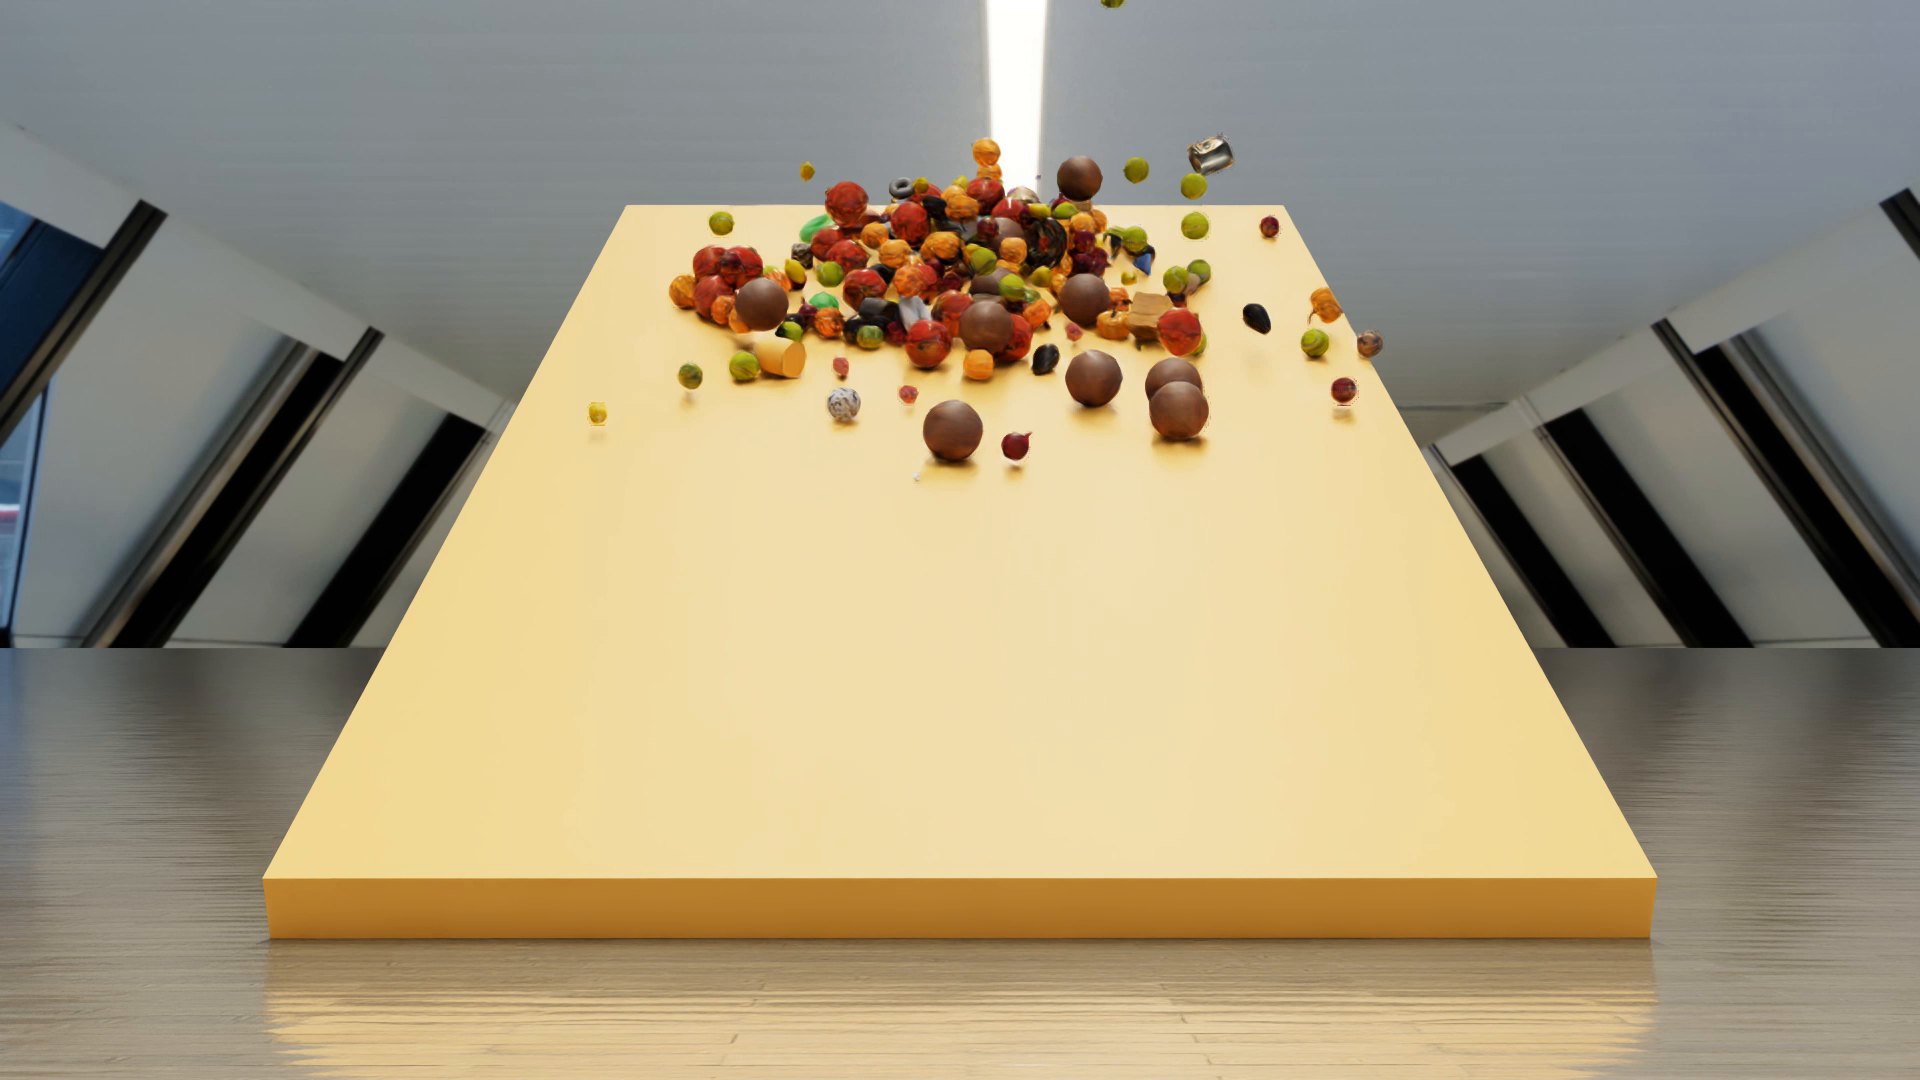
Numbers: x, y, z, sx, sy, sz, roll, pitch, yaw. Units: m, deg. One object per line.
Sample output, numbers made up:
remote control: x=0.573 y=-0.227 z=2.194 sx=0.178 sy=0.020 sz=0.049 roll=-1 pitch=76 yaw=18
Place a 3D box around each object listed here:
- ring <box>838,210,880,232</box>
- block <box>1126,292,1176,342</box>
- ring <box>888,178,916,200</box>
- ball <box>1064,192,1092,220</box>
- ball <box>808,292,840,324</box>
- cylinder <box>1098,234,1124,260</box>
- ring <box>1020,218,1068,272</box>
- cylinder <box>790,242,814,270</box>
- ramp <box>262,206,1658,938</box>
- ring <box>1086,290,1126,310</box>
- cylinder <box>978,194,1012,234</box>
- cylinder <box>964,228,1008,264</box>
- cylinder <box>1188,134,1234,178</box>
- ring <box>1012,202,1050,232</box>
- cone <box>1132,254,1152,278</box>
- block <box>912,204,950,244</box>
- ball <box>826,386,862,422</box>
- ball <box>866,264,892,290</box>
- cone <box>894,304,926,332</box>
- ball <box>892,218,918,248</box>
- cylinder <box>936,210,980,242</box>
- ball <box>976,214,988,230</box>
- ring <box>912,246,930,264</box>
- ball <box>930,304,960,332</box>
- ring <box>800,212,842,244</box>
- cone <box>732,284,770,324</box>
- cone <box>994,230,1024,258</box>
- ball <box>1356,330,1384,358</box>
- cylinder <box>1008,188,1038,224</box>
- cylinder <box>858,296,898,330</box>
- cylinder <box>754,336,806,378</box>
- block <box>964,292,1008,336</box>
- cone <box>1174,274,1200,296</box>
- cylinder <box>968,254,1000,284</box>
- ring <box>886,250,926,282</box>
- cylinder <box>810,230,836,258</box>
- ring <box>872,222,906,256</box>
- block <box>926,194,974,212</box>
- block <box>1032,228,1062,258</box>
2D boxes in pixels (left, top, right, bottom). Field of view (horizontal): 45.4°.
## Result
ring: x=-0.277 y=-0.874 z=6.288 sx=0.118 sy=0.039 sz=0.118 roll=-6 pitch=-11 yaw=-1
block: x=0.474 y=-0.553 z=5.690 sx=0.087 sy=0.087 sz=0.087 roll=9 pitch=-16 yaw=21
ring: x=-0.159 y=-0.972 z=6.353 sx=0.078 sy=0.078 sz=0.026 roll=0 pitch=-42 yaw=11
ball: x=0.352 y=-0.994 z=6.826 sx=0.084 sy=0.084 sz=0.084 roll=0 pitch=-3 yaw=0
ball: x=-0.346 y=-0.586 z=5.821 sx=0.082 sy=0.082 sz=0.082 roll=0 pitch=-3 yaw=0
cylinder: x=0.421 y=-0.815 z=6.393 sx=0.057 sy=0.057 sz=0.057 roll=26 pitch=-4 yaw=2
ring: x=0.225 y=-0.792 z=6.160 sx=0.147 sy=0.147 sz=0.049 roll=-2 pitch=-7 yaw=41
cylinder: x=-0.434 y=-0.779 z=6.316 sx=0.059 sy=0.059 sz=0.059 roll=-5 pitch=28 yaw=3
ramp: x=-0.007 y=-0.221 z=5.166 sx=2.000 sy=0.100 sz=4.000 roll=0 pitch=22 yaw=0
ring: x=0.380 y=-0.624 z=5.980 sx=0.107 sy=0.036 sz=0.107 roll=0 pitch=23 yaw=0
cylinder: x=0.096 y=-0.921 z=6.572 sx=0.098 sy=0.098 sz=0.098 roll=0 pitch=-20 yaw=-5
cylinder: x=0.071 y=-0.804 z=6.345 sx=0.092 sy=0.092 sz=0.092 roll=1 pitch=22 yaw=-21
cylinder: x=0.671 y=-1.029 z=6.162 sx=0.090 sy=0.090 sz=0.090 roll=-23 pitch=0 yaw=-7
ring: x=0.198 y=-0.898 z=6.464 sx=0.131 sy=0.044 sz=0.131 roll=-41 pitch=-1 yaw=-1
cone: x=0.509 y=-0.739 z=6.258 sx=0.057 sy=0.057 sz=0.057 roll=-25 pitch=-15 yaw=-7
block: x=-0.069 y=-0.877 z=6.374 sx=0.081 sy=0.081 sz=0.081 roll=27 pitch=-10 yaw=-41
ball: x=-0.259 y=-0.304 z=5.134 sx=0.076 sy=0.076 sz=0.076 roll=0 pitch=-3 yaw=0
ball: x=-0.217 y=-0.699 z=6.113 sx=0.071 sy=0.071 sz=0.071 roll=0 pitch=-3 yaw=0
cone: x=-0.120 y=-0.560 z=5.815 sx=0.089 sy=0.089 sz=0.089 roll=0 pitch=-5 yaw=5
ball: x=-0.162 y=-0.872 z=6.527 sx=0.082 sy=0.082 sz=0.082 roll=0 pitch=-3 yaw=0
cylinder: x=-0.006 y=-0.861 z=6.308 sx=0.087 sy=0.087 sz=0.087 roll=5 pitch=1 yaw=40
ball: x=0.046 y=-0.880 z=6.417 sx=0.065 sy=0.065 sz=0.065 roll=0 pitch=-3 yaw=0
ring: x=-0.123 y=-0.769 z=6.294 sx=0.094 sy=0.094 sz=0.031 roll=-2 pitch=-44 yaw=38
ball: x=-0.039 y=-0.556 z=5.760 sx=0.074 sy=0.074 sz=0.074 roll=0 pitch=-3 yaw=0
ring: x=-0.390 y=-0.886 z=6.535 sx=0.140 sy=0.047 sz=0.140 roll=-19 pitch=27 yaw=10
cone: x=-0.537 y=-0.612 z=5.842 sx=0.096 sy=0.096 sz=0.096 roll=-4 pitch=32 yaw=2
cone: x=0.124 y=-0.844 z=6.424 sx=0.087 sy=0.087 sz=0.087 roll=33 pitch=14 yaw=27
ball: x=0.995 y=-0.477 z=5.580 sx=0.066 sy=0.066 sz=0.066 roll=0 pitch=-3 yaw=0
cylinder: x=0.182 y=-0.961 z=6.639 sx=0.087 sy=0.087 sz=0.087 roll=0 pitch=31 yaw=-3
cylinder: x=-0.204 y=-0.570 z=5.791 sx=0.075 sy=0.075 sz=0.075 roll=16 pitch=7 yaw=33
cylinder: x=-0.426 y=-0.434 z=5.437 sx=0.087 sy=0.087 sz=0.087 roll=16 pitch=7 yaw=33
block: x=0.066 y=-0.567 z=5.778 sx=0.081 sy=0.081 sz=0.081 roll=11 pitch=24 yaw=25
cone: x=0.587 y=-0.687 z=6.060 sx=0.067 sy=0.067 sz=0.067 roll=31 pitch=-21 yaw=-35
cylinder: x=0.064 y=-0.727 z=6.167 sx=0.061 sy=0.061 sz=0.061 roll=2 pitch=-24 yaw=-44
ring: x=-0.146 y=-0.741 z=6.221 sx=0.113 sy=0.113 sz=0.038 roll=-1 pitch=-42 yaw=14
cylinder: x=-0.381 y=-0.825 z=6.405 sx=0.063 sy=0.063 sz=0.063 roll=-10 pitch=-4 yaw=-1
ring: x=-0.198 y=-0.838 z=6.402 sx=0.097 sy=0.097 sz=0.032 roll=0 pitch=27 yaw=4
block: x=-0.030 y=-0.943 z=6.680 sx=0.100 sy=0.100 sz=0.100 roll=-19 pitch=29 yaw=-39
block: x=0.244 y=-0.838 z=6.470 sx=0.063 sy=0.063 sz=0.063 roll=-11 pitch=25 yaw=-26
